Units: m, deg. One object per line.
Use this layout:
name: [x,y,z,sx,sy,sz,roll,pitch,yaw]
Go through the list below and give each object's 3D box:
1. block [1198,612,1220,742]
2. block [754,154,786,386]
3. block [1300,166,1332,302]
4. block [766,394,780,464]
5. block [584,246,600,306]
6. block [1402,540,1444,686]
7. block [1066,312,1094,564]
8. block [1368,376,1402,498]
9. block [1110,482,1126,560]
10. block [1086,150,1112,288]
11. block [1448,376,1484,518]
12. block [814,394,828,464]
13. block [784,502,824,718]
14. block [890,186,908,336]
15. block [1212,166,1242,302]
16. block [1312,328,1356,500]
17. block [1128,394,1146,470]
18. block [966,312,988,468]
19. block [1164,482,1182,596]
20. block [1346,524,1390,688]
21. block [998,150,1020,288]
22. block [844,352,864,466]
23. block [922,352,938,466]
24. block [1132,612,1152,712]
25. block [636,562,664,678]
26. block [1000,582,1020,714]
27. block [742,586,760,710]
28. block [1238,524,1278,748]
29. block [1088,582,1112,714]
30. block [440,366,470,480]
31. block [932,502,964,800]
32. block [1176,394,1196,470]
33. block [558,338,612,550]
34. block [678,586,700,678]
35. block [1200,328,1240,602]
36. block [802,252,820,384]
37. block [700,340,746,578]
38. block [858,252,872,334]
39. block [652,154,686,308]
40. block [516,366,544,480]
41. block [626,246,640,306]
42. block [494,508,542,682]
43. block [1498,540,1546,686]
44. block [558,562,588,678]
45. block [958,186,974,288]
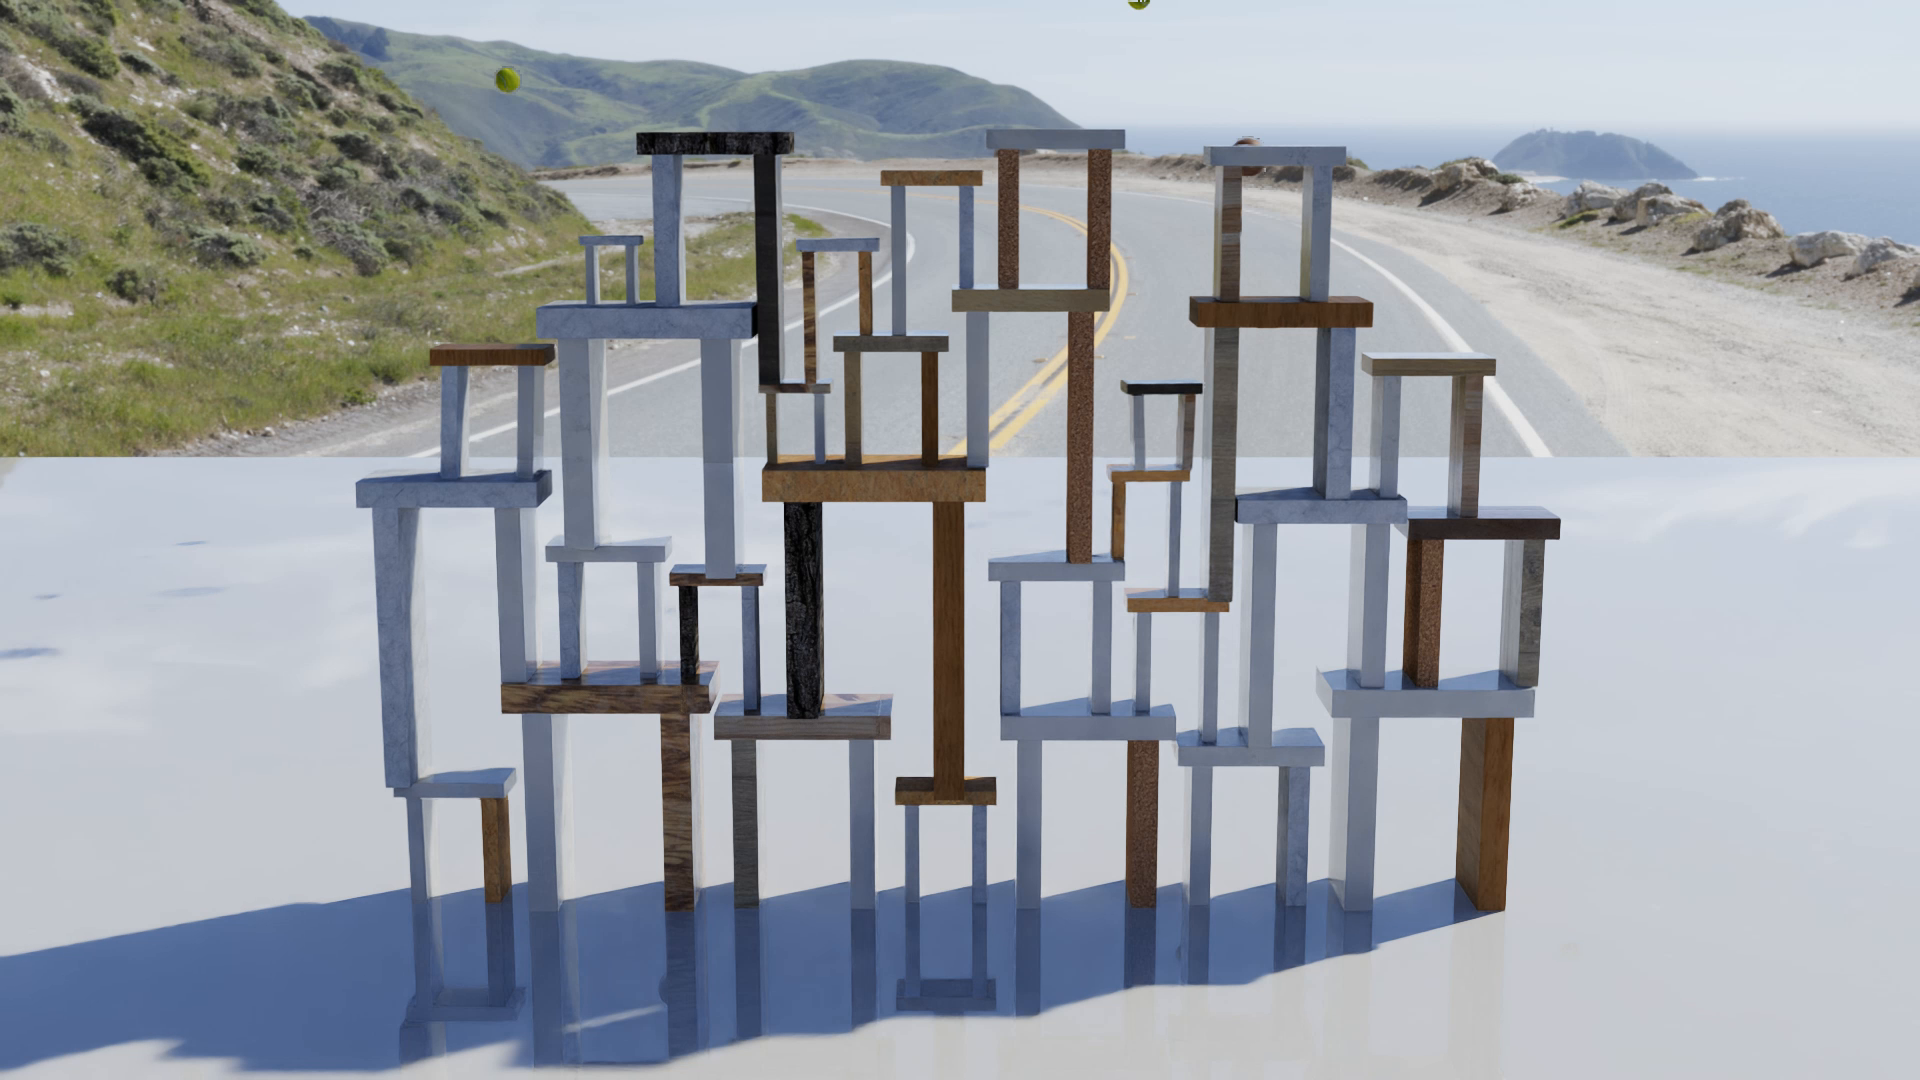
block: [0.407,0.216,3.604,0.023,0.217,0.082,0,11,0]
block: [-0.301,-0.431,3.486,0.033,0.357,0.117,0,11,0]
block: [0.562,-0.485,3.472,0.030,0.210,0.105,0,11,0]
block: [-0.300,-0.182,3.526,0.016,0.114,0.057,0,11,0]
block: [-0.582,-0.420,3.479,0.013,0.095,0.047,0,11,0]
block: [0.753,0.107,3.578,0.034,0.241,0.121,0,11,0]
block: [0.192,-0.170,3.526,0.035,0.401,0.123,0,11,0]
block: [0.681,-0.171,3.527,0.028,0.194,0.097,0,11,0]
block: [0.256,-0.037,3.556,0.018,0.127,0.063,0,11,-1]
block: [0.219,-0.508,3.465,0.030,0.214,0.107,0,11,0]
block: [0.811,-0.156,3.530,0.028,0.225,0.097,0,11,0]
block: [-0.223,-0.182,3.527,0.016,0.114,0.057,0,10,0]
block: [-0.252,0.097,3.574,0.050,0.352,0.176,0,11,0]
block: [-0.096,-0.443,3.476,0.022,0.232,0.079,0,11,-1]
block: [0.422,-0.485,3.472,0.030,0.210,0.105,0,11,0]
block: [0.598,-0.210,3.521,0.039,0.273,0.136,0,11,0]
block: [0.284,-0.176,3.522,0.017,0.121,0.061,-3,11,-2]
block: [0.028,-0.246,3.511,0.035,0.247,0.123,0,11,0]
block: [0.345,-0.007,3.562,0.018,0.189,0.063,0,11,0]
block: [0.663,0.094,3.574,0.038,0.268,0.134,0,11,0]
block: [0.076,-0.507,3.464,0.030,0.214,0.107,0,11,0]
block: [-0.169,-0.215,3.519,0.026,0.182,0.091,0,11,0]
block: [-0.048,-0.215,3.520,0.026,0.182,0.091,0,11,0]
block: [0.297,0.190,3.599,0.023,0.165,0.082,0,11,0]
block: [-0.504,0.121,3.586,0.027,0.192,0.096,0,11,0]
block: [0.082,0.164,3.593,0.031,0.219,0.109,0,11,0]
block: [-0.341,0.168,3.593,0.021,0.206,0.076,0,11,0]
block: [0.484,0.143,3.583,0.038,0.368,0.134,0,11,0]
block: [0.228,0.164,3.593,0.031,0.219,0.109,0,11,0]
block: [-0.809,-0.194,3.525,0.026,0.181,0.090,3,11,-1]
block: [-0.018,0.164,3.586,0.050,0.488,0.176,0,11,0]
block: [0.362,-0.177,3.531,0.017,0.121,0.061,1,11,-5]
block: [-0.602,-0.164,3.532,0.047,0.334,0.167,0,11,0]
block: [-0.442,0.141,3.588,0.021,0.151,0.076,0,11,0]
block: [0.416,-0.129,3.537,0.039,0.438,0.136,0,11,0]
block: [-0.236,-0.356,3.491,0.018,0.208,0.065,0,11,2]
block: [-0.380,-0.141,3.536,0.047,0.380,0.167,0,11,0]
block: [-0.149,-0.393,3.485,0.018,0.131,0.065,0,11,0]
block: [-0.459,-0.490,3.472,0.033,0.235,0.117,0,11,0]
block: [-0.688,-0.194,3.525,0.026,0.181,0.090,3,11,-1]
block: [-0.518,-0.420,3.479,0.013,0.095,0.047,0,11,0]
block: [-0.716,0.076,3.572,0.040,0.285,0.143,0,11,0]
block: [0.914,0.107,3.578,0.034,0.241,0.121,0,11,0]
block: [-0.632,0.121,3.586,0.027,0.192,0.096,0,11,0]
block: [0.010,-0.479,3.468,0.022,0.158,0.079,0,11,0]
